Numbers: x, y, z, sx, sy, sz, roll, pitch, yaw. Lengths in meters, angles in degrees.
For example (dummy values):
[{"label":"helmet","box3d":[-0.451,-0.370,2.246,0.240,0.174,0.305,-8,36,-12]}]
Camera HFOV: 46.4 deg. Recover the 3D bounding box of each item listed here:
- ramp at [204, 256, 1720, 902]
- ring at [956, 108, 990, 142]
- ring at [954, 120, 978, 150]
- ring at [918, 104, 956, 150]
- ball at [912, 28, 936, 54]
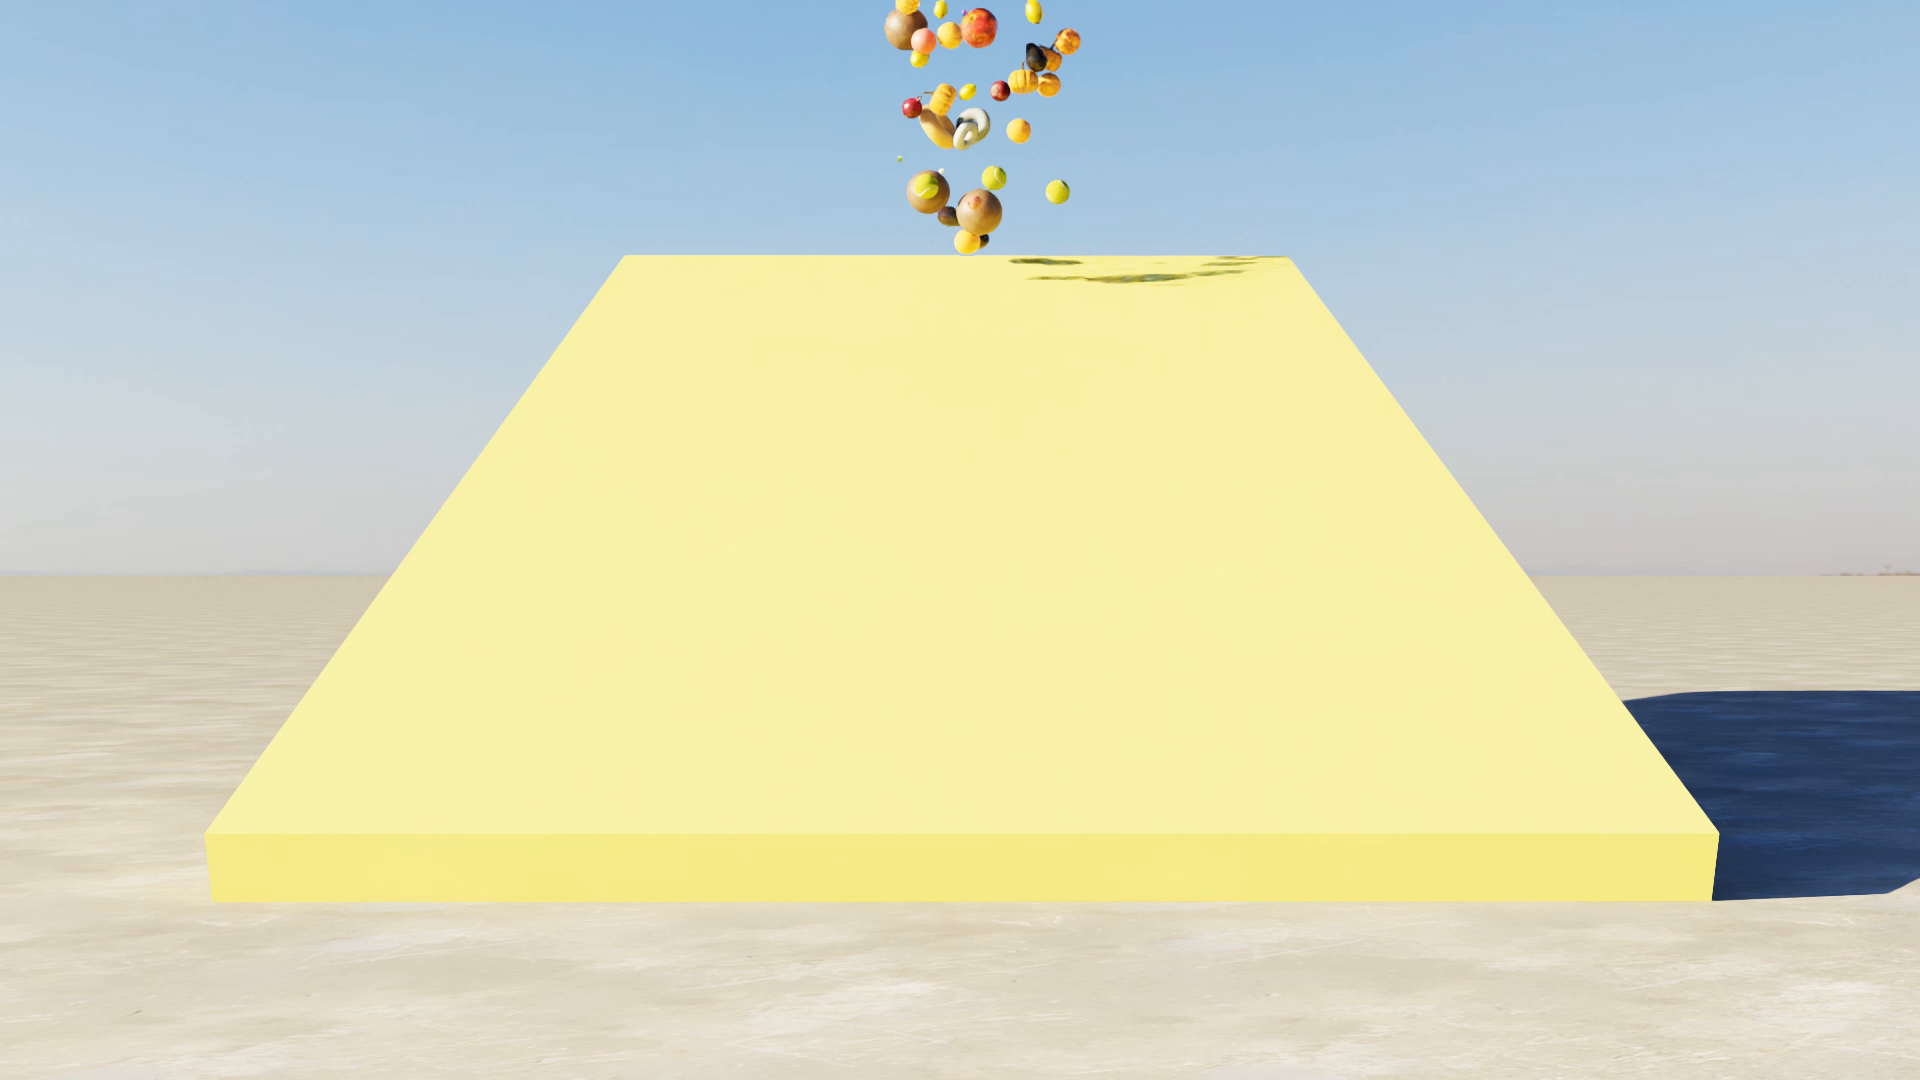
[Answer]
[{"label":"ramp","box3d":[-0.004,-0.188,4.872,2.000,0.100,4.000,0,18,0]},{"label":"ring","box3d":[0.039,-1.222,6.602,0.109,0.109,0.036,0,-13,21]},{"label":"ring","box3d":[0.018,-1.161,6.424,0.031,0.094,0.094,37,15,22]},{"label":"ring","box3d":[-0.063,-1.209,6.551,0.050,0.150,0.150,-35,-17,24]},{"label":"ball","box3d":[-0.100,-1.378,6.189,0.070,0.070,0.070,0,-1,0]}]
